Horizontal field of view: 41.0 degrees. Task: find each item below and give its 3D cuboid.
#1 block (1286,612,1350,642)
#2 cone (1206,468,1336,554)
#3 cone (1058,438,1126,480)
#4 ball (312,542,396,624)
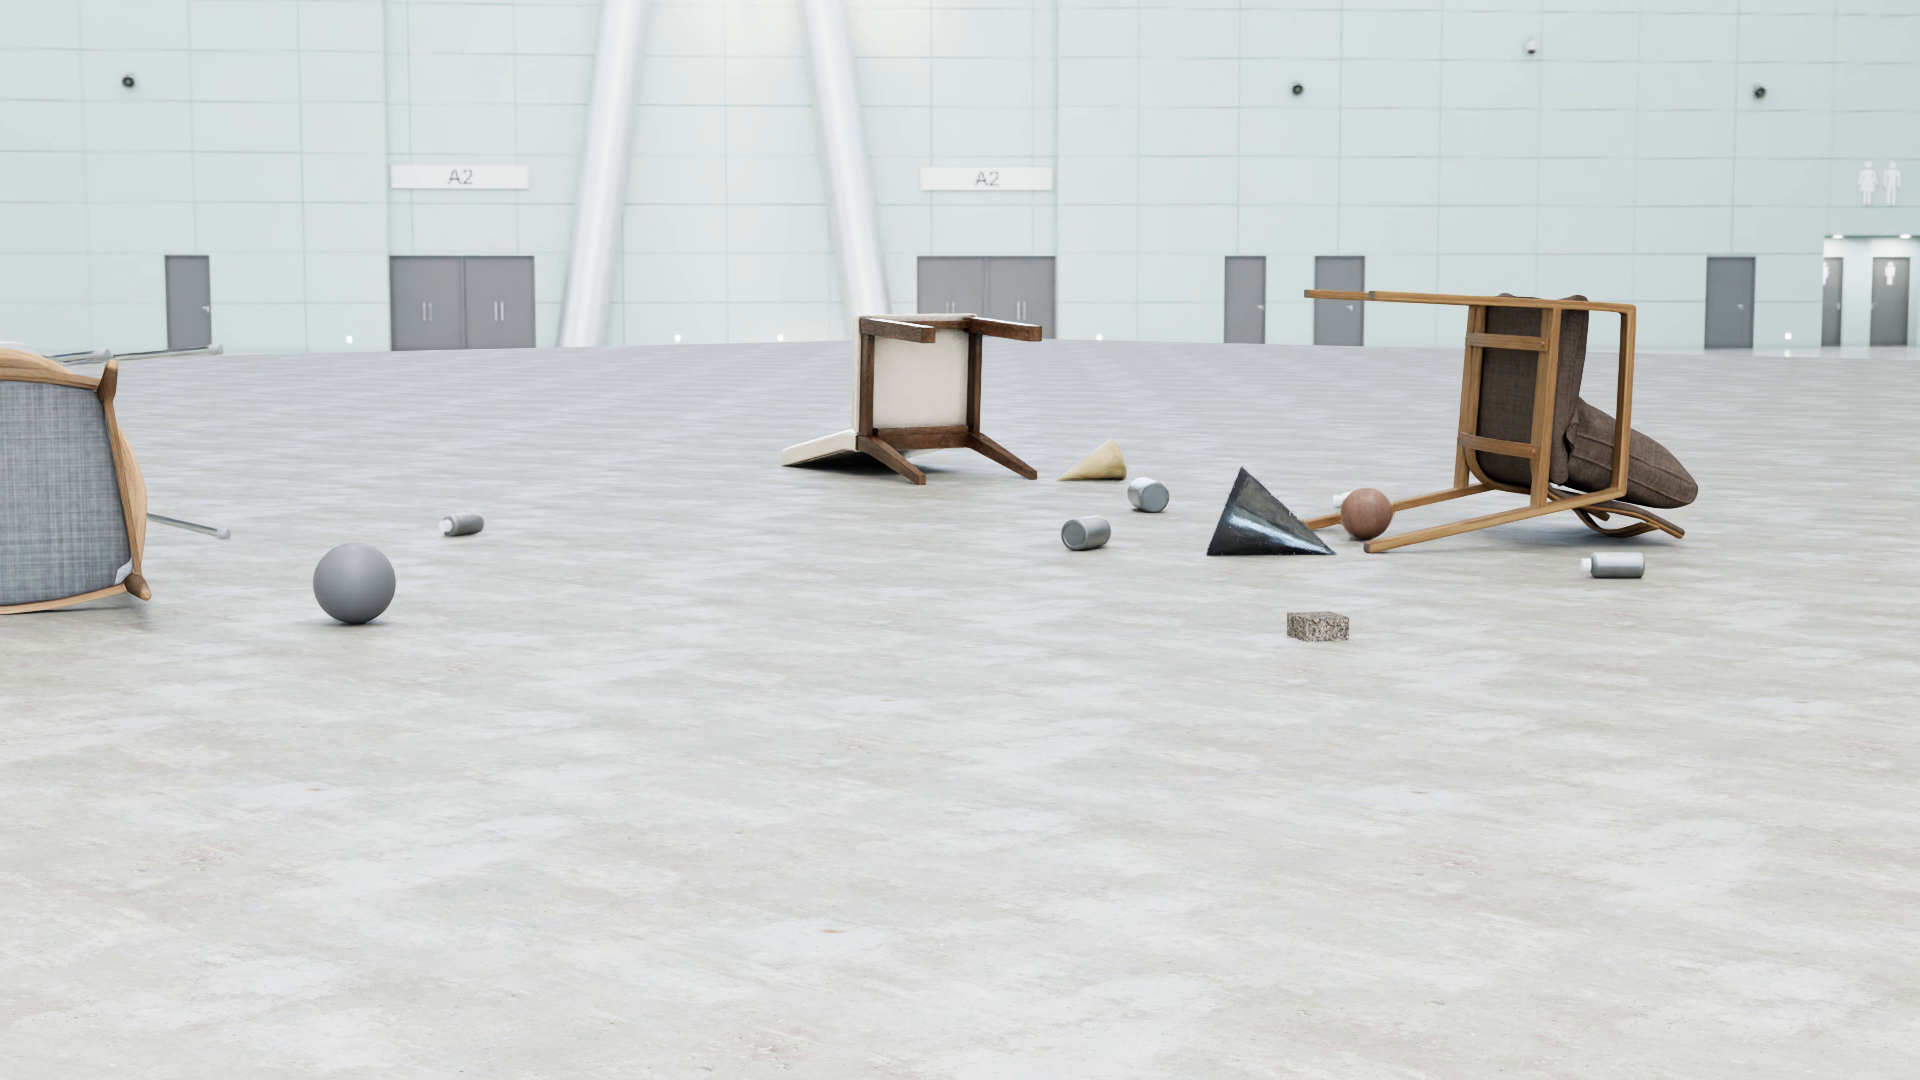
[{"bbox_3d":[0.653,0.158,4.680,0.083,0.041,0.091,-2,6,-15],"label":"block"},{"bbox_3d":[0.761,-0.018,6.086,0.288,0.249,0.180,22,-35,5],"label":"cone"},{"bbox_3d":[0.406,-0.226,8.272,0.215,0.140,0.204,-20,-1,-8],"label":"cone"},{"bbox_3d":[-1.149,0.082,4.868,0.154,0.154,0.154,0,6,0],"label":"ball"}]
